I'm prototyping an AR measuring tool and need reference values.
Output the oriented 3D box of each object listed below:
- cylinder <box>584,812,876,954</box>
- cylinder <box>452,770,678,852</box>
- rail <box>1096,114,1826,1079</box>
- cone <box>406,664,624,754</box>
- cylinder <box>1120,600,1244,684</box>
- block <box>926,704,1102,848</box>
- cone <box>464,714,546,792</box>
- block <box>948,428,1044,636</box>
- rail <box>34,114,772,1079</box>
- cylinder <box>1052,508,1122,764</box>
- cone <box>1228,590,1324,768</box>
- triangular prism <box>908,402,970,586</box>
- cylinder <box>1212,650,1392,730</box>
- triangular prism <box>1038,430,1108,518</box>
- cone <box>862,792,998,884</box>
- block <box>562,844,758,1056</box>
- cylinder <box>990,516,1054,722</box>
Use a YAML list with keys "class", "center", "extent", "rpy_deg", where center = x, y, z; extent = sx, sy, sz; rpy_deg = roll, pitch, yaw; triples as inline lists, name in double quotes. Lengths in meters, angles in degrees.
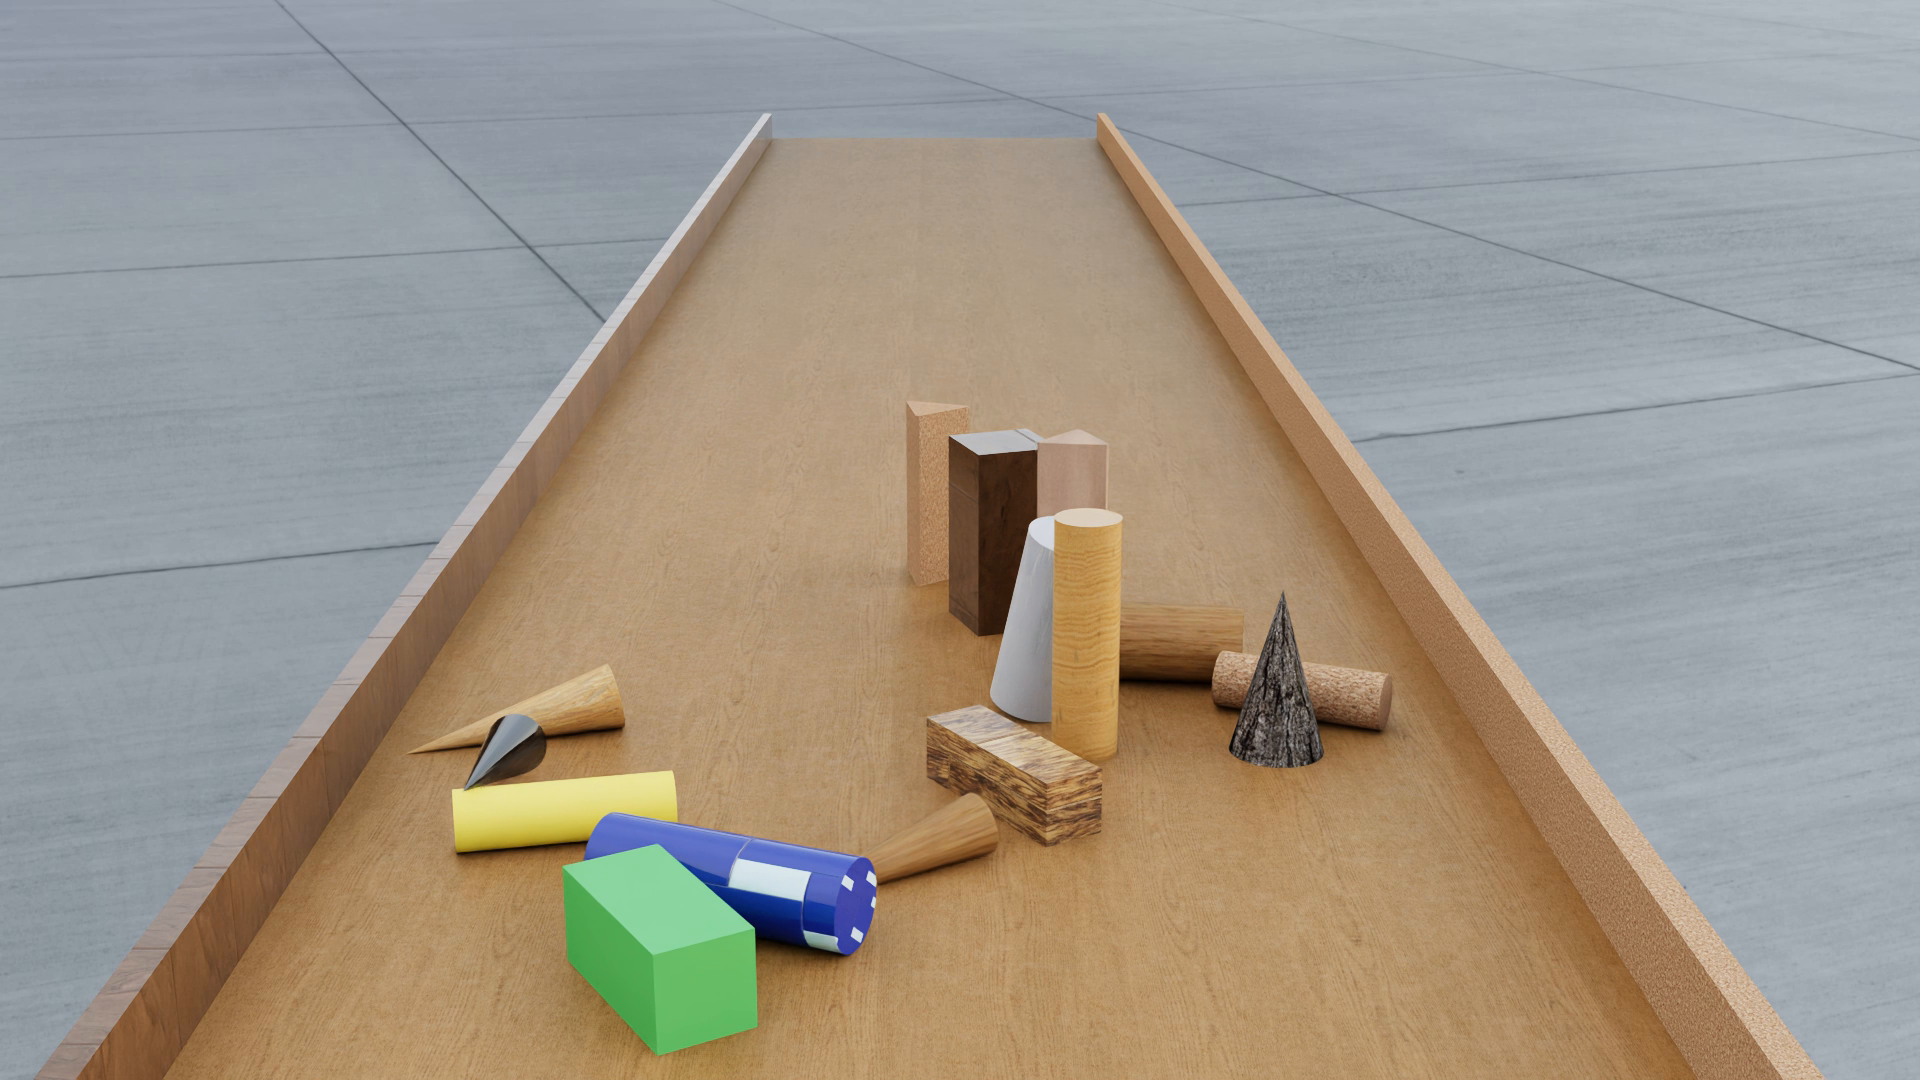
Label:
- class: "cylinder"
  center: [-0.344, 0.508, 3.270]
  extent: [0.418, 0.143, 0.143]
  rpy_deg: [7, 18, 22]
- class: "cylinder"
  center: [-0.640, 0.440, 3.568]
  extent: [0.352, 0.102, 0.102]
  rpy_deg: [-4, 17, -12]
- class: "rail"
  center: [0.932, -0.844, 7.801]
  extent: [0.050, 0.150, 12.000]
  rpy_deg: [0, 17, -1]
- class: "cone"
  center: [-0.816, 0.335, 3.993]
  extent: [0.392, 0.122, 0.122]
  rpy_deg: [-15, 21, -17]
- class: "cylinder"
  center: [0.362, 0.197, 4.295]
  extent: [0.376, 0.153, 0.153]
  rpy_deg: [2, 17, 8]
- class: "block"
  center: [0.087, 0.393, 3.709]
  extent: [0.112, 0.112, 0.355]
  rpy_deg: [-11, 20, -32]
- class: "cone"
  center: [-0.777, 0.376, 3.642]
  extent: [0.107, 0.107, 0.400]
  rpy_deg: [0, 5, 0]
- class: "block"
  center: [0.090, -0.018, 4.607]
  extent: [0.176, 0.388, 0.176]
  rpy_deg: [-6, 18, -20]
- class: "rail"
  center: [-1.118, -0.838, 7.780]
  extent: [0.050, 0.150, 12.000]
  rpy_deg: [0, 17, -1]
- class: "cylinder"
  center: [0.223, 0.171, 3.883]
  extent: [0.119, 0.438, 0.119]
  rpy_deg: [0, 17, 0]
- class: "cone"
  center: [0.569, 0.232, 3.913]
  extent: [0.170, 0.303, 0.170]
  rpy_deg: [0, 17, 0]
- class: "triangular prism"
  center: [-0.076, -0.111, 4.920]
  extent: [0.147, 0.387, 0.127]
  rpy_deg: [-13, 21, -37]
- class: "cylinder"
  center: [0.637, 0.280, 4.102]
  extent: [0.317, 0.105, 0.105]
  rpy_deg: [7, 18, 23]
- class: "triangular prism"
  center: [0.229, 0.010, 4.405]
  extent: [0.137, 0.449, 0.119]
  rpy_deg: [2, 17, 8]
- class: "cone"
  center: [-0.142, 0.512, 3.416]
  extent: [0.424, 0.102, 0.102]
  rpy_deg: [-19, 24, -30]
- class: "block"
  center: [-0.422, 0.565, 3.068]
  extent: [0.148, 0.148, 0.319]
  rpy_deg: [-10, 19, -30]
- class: "cylinder"
  center: [0.166, 0.147, 4.066]
  extent: [0.154, 0.352, 0.154]
  rpy_deg: [10, 27, -5]
